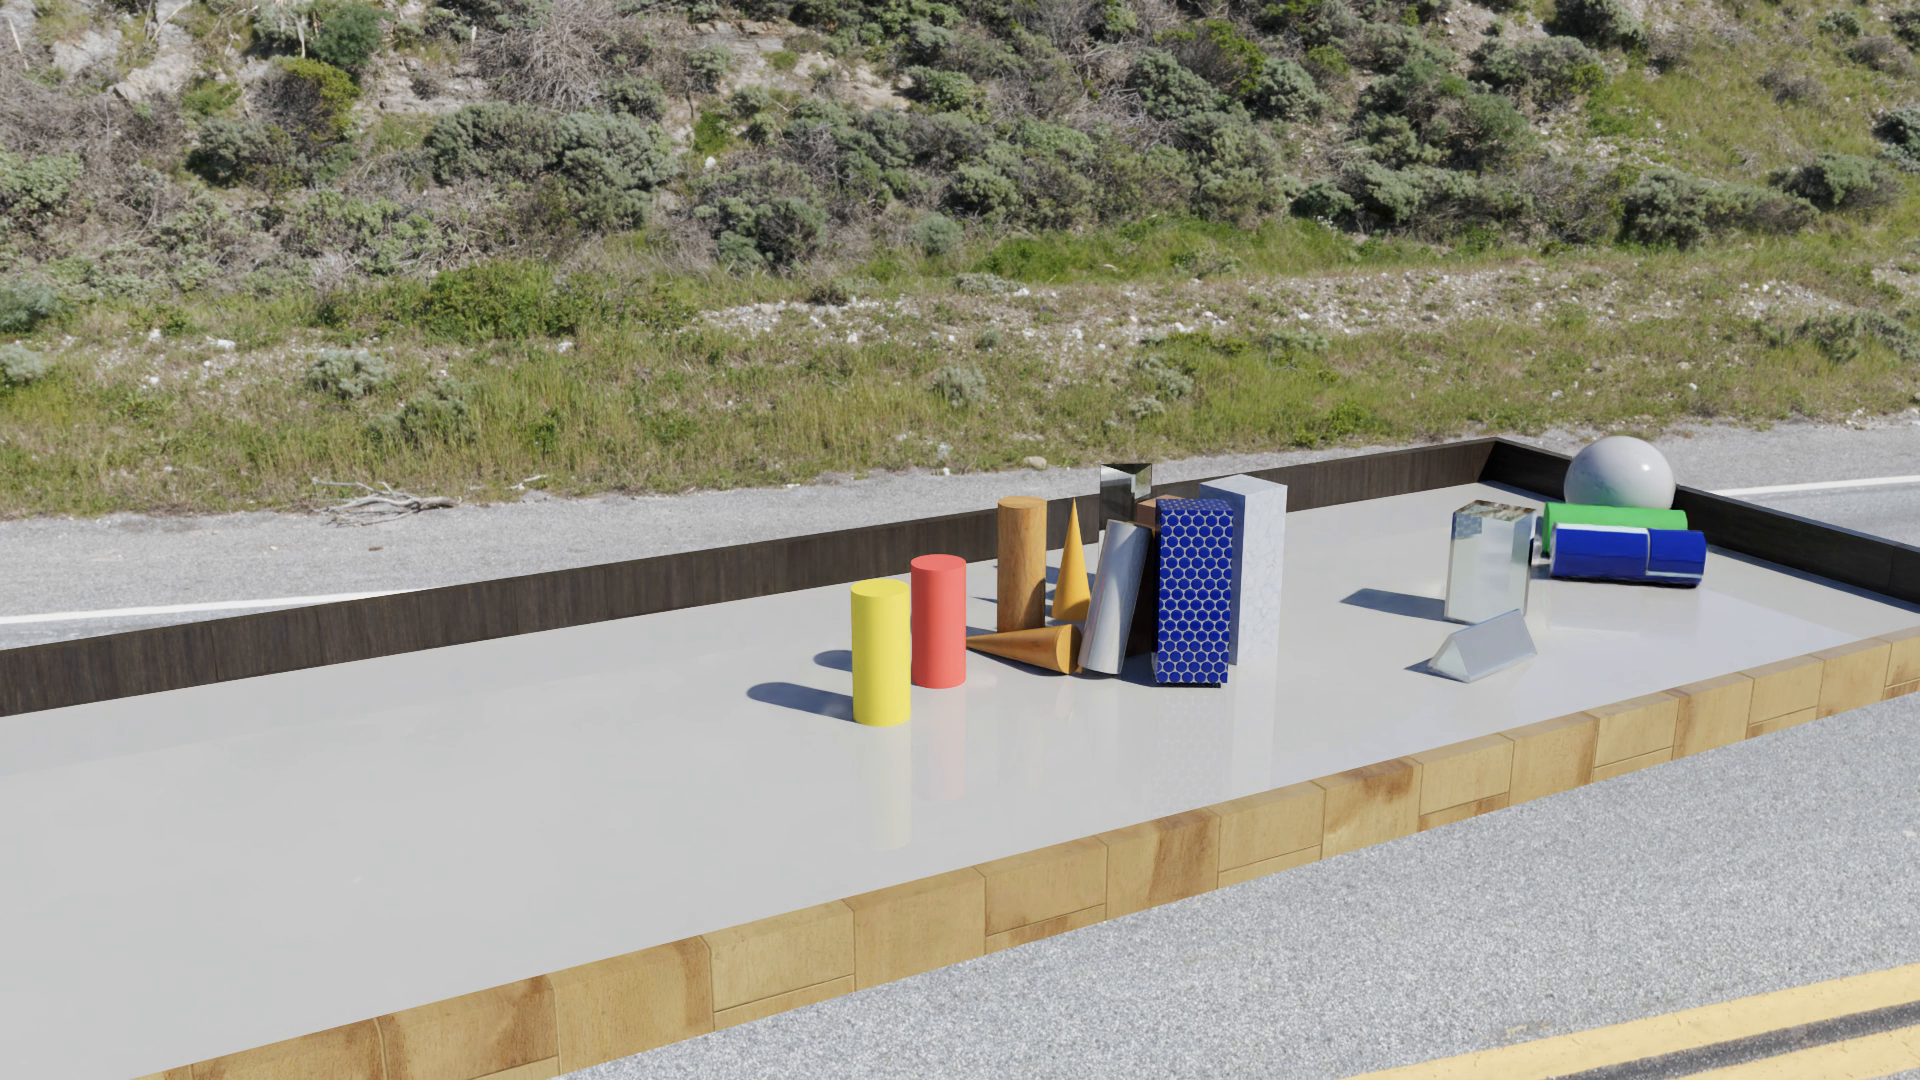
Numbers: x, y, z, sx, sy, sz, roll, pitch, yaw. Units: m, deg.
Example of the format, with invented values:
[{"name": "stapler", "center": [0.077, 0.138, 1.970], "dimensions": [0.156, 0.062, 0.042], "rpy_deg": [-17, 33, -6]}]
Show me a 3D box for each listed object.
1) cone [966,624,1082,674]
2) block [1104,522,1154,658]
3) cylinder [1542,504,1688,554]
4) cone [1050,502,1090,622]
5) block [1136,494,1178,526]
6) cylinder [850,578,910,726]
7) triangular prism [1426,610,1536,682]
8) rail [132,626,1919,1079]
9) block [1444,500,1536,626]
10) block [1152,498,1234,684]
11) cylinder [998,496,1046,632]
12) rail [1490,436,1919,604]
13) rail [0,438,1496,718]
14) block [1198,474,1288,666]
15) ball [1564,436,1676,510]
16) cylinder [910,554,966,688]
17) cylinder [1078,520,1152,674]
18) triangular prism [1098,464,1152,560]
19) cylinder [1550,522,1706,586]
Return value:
[{"name": "cone", "center": [0.114, 0.273, 4.314], "dimensions": [0.414, 0.126, 0.126], "rpy_deg": [1, 14, 37]}, {"name": "block", "center": [0.443, 0.128, 4.322], "dimensions": [0.105, 0.331, 0.105], "rpy_deg": [15, 18, 42]}, {"name": "cylinder", "center": [2.037, -0.023, 5.147], "dimensions": [0.400, 0.162, 0.162], "rpy_deg": [4, 17, 12]}, {"name": "cone", "center": [0.315, 0.045, 4.593], "dimensions": [0.119, 0.342, 0.119], "rpy_deg": [0, 16, 0]}, {"name": "block", "center": [0.586, 0.051, 4.612], "dimensions": [0.134, 0.320, 0.134], "rpy_deg": [15, 22, 41]}, {"name": "cylinder", "center": [-0.186, 0.265, 3.886], "dimensions": [0.138, 0.321, 0.138], "rpy_deg": [0, 16, 0]}, {"name": "triangular prism", "center": [1.351, 0.262, 4.253], "dimensions": [0.306, 0.112, 0.129], "rpy_deg": [-13, 21, -38]}, {"name": "rail", "center": [-2.336, 1.006, 1.665], "dimensions": [12.000, 0.150, 0.050], "rpy_deg": [-9, 18, -27]}, {"name": "block", "center": [1.471, 0.068, 4.576], "dimensions": [0.171, 0.309, 0.171], "rpy_deg": [12, 20, 36]}, {"name": "block", "center": [0.580, 0.125, 4.135], "dimensions": [0.173, 0.433, 0.173], "rpy_deg": [1, 11, 2]}, {"name": "cylinder", "center": [0.162, 0.090, 4.346], "dimensions": [0.128, 0.395, 0.128], "rpy_deg": [0, 16, 0]}, {"name": "rail", "center": [2.466, -0.048, 5.253], "dimensions": [0.050, 0.150, 2.100], "rpy_deg": [-9, 18, -27]}, {"name": "rail", "center": [-3.305, 0.497, 3.399], "dimensions": [12.000, 0.150, 0.050], "rpy_deg": [-9, 18, -27]}, {"name": "block", "center": [0.726, 0.075, 4.293], "dimensions": [0.158, 0.454, 0.158], "rpy_deg": [-13, 21, -37]}, {"name": "ball", "center": [2.131, -0.169, 5.334], "dimensions": [0.336, 0.336, 0.336], "rpy_deg": [0, 16, 0]}, {"name": "cylinder", "center": [-0.053, 0.203, 4.118], "dimensions": [0.137, 0.308, 0.137], "rpy_deg": [0, 16, 0]}, {"name": "cylinder", "center": [0.391, 0.143, 4.176], "dimensions": [0.114, 0.374, 0.114], "rpy_deg": [12, 5, -1]}, {"name": "triangular prism", "center": [0.506, -0.039, 4.838], "dimensions": [0.130, 0.365, 0.150], "rpy_deg": [-11, 20, -32]}, {"name": "cylinder", "center": [1.990, 0.041, 4.932], "dimensions": [0.413, 0.160, 0.160], "rpy_deg": [4, 17, 13]}]
